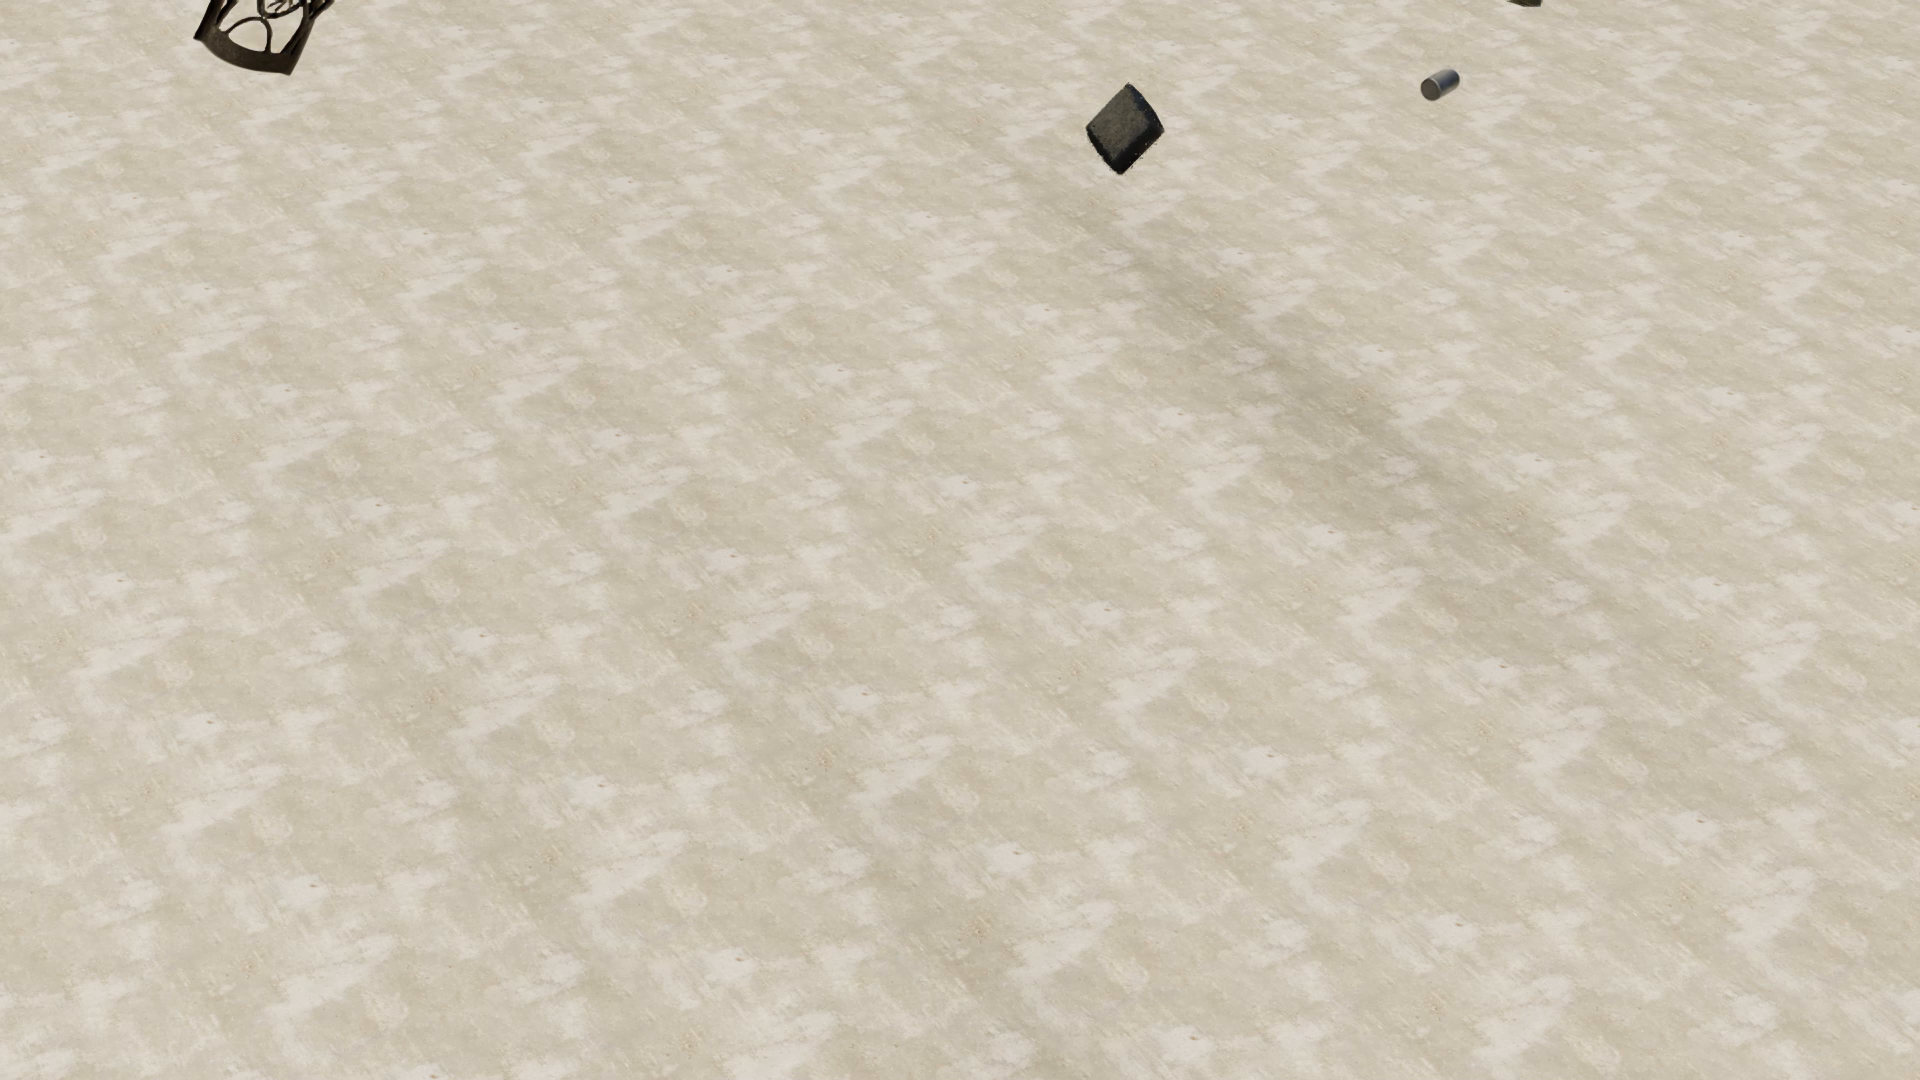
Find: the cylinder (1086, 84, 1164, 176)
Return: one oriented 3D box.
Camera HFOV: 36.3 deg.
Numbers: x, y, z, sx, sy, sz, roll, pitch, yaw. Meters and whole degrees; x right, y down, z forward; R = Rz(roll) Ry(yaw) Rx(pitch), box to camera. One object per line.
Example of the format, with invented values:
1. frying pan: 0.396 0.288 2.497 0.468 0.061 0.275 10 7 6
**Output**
1. cylinder: 0.532 -1.326 9.470 0.110 0.197 0.228 10 43 -50
